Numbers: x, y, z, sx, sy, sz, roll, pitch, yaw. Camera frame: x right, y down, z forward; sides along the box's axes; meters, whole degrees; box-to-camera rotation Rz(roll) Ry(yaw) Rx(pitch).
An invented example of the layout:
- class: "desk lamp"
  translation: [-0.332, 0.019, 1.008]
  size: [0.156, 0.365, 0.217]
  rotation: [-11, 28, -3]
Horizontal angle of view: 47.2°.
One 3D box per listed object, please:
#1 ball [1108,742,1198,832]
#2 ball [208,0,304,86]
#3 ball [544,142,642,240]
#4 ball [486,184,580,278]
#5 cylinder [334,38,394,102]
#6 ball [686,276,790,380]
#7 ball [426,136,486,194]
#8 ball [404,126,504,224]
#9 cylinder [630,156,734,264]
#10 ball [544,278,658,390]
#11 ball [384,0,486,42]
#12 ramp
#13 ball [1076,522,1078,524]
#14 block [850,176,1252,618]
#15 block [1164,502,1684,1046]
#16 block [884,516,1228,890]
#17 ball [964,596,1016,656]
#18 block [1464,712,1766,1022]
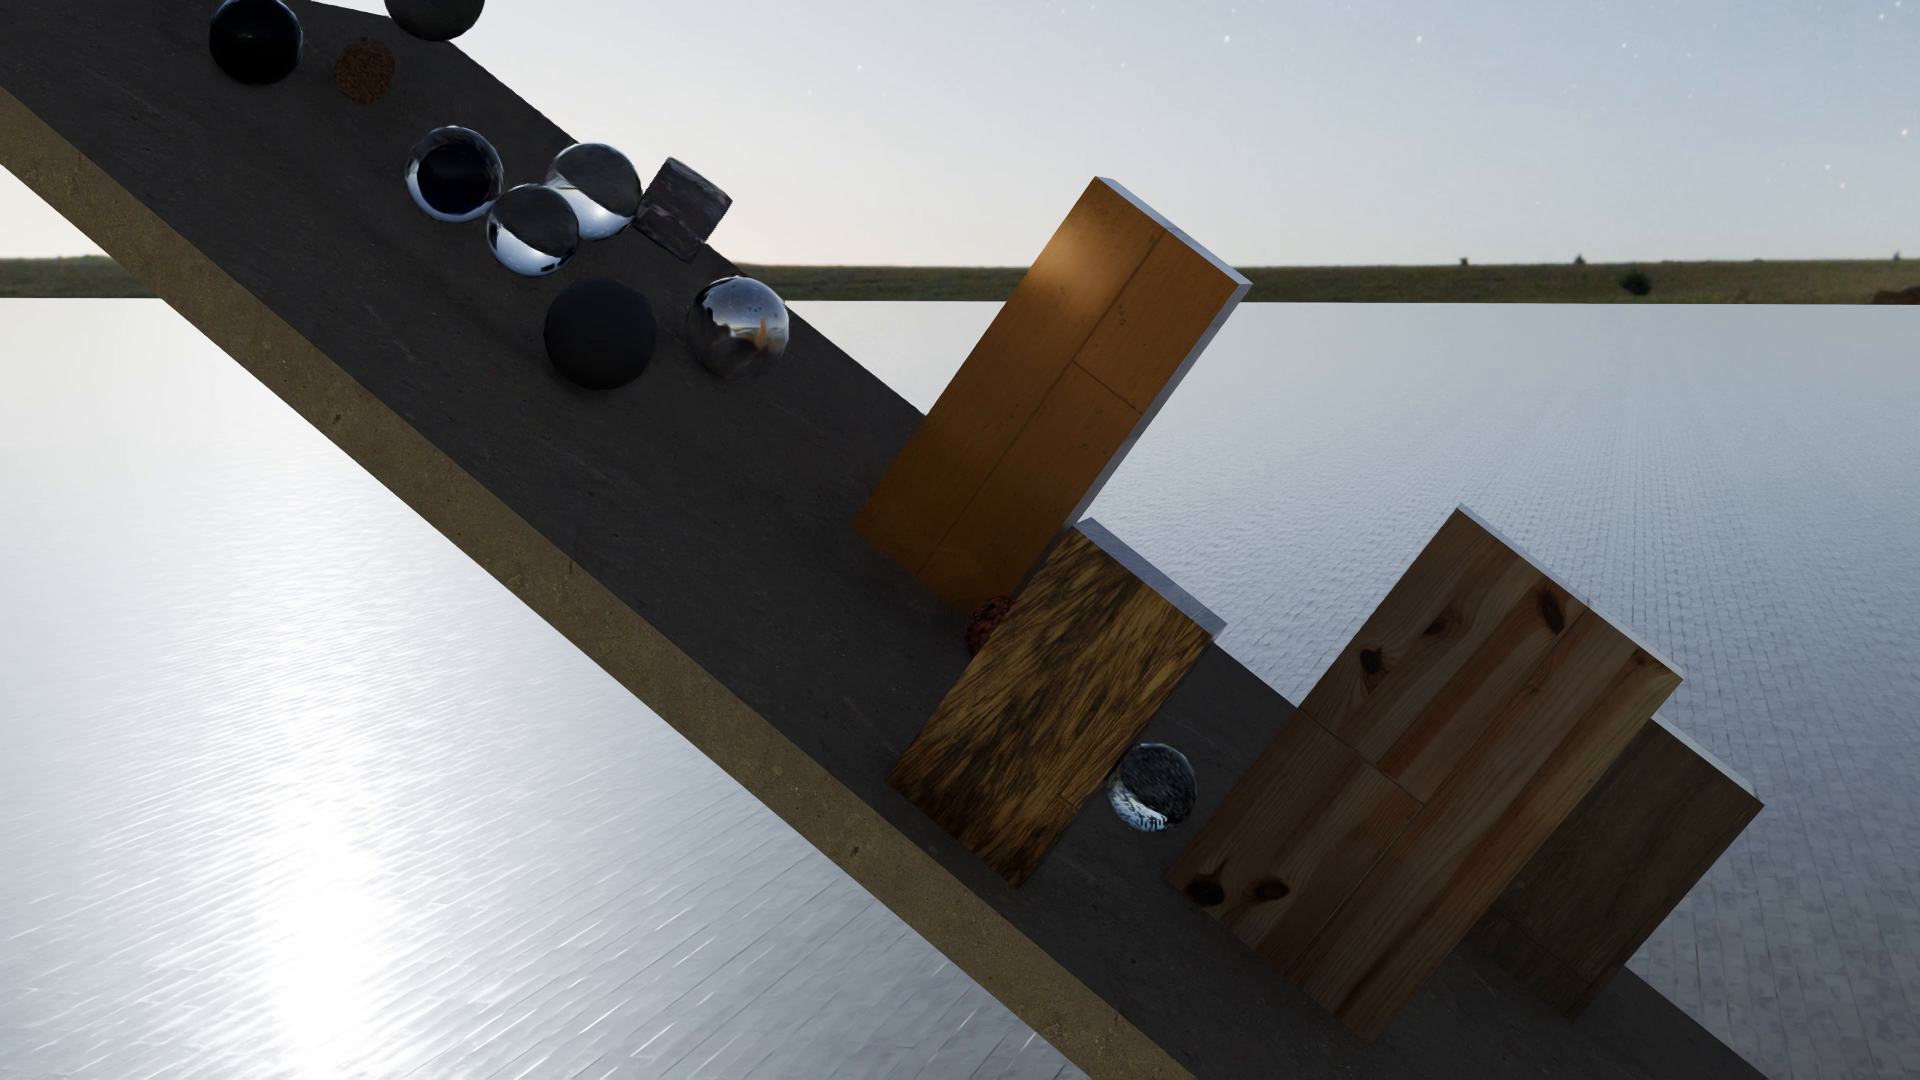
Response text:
- class: "ball"
  translation: [0.317, 0.407, 3.616]
  size: [0.147, 0.147, 0.147]
  rotation: [0, 7, 0]
- class: "ball"
  translation: [-1.296, -0.921, 4.050]
  size: [0.168, 0.168, 0.168]
  rotation: [0, 7, 0]
- class: "ball"
  translation: [-0.733, -0.695, 4.386]
  size: [0.195, 0.195, 0.195]
  rotation: [0, 7, 0]
- class: "ball"
  translation: [-0.795, -0.576, 4.093]
  size: [0.172, 0.172, 0.172]
  rotation: [0, 7, 0]
- class: "cylinder"
  translation: [-1.199, -0.947, 4.431]
  size: [0.108, 0.108, 0.108]
  rotation: [-1, 25, -8]
- class: "ball"
  translation: [-0.437, -0.416, 4.320]
  size: [0.204, 0.204, 0.204]
  rotation: [0, 7, 0]
- class: "ball"
  translation: [-0.976, -0.725, 4.257]
  size: [0.111, 0.111, 0.111]
  rotation: [0, 7, 0]
- class: "ball"
  translation: [-0.937, -0.676, 4.074]
  size: [0.178, 0.178, 0.178]
  rotation: [0, 7, 0]
- class: "cylinder"
  translation: [-0.572, -0.672, 4.486]
  size: [0.159, 0.159, 0.159]
  rotation: [34, 0, 0]
- class: "ball"
  translation: [-0.617, -0.354, 3.780]
  size: [0.194, 0.194, 0.194]
  rotation: [0, 7, 0]
- class: "ball"
  translation: [-1.088, -1.138, 4.547]
  size: [0.209, 0.209, 0.209]
  rotation: [0, 7, 0]
- class: "ramp"
  translation: [-0.068, 0.131, 4.071]
  size: [4.000, 0.100, 2.000]
  rotation: [39, 16, 10]
- class: "ball"
  translation: [0.131, -0.011, 4.328]
  size: [0.209, 0.209, 0.209]
  rotation: [0, 7, 0]
- class: "block"
  translation: [0.161, -0.244, 4.001]
  size: [0.319, 0.781, 0.145]
  rotation: [39, 16, 10]
- class: "block"
  translation: [0.710, 0.368, 3.427]
  size: [0.415, 0.754, 0.084]
  rotation: [39, 16, 10]
- class: "block"
  translation: [0.135, 0.232, 3.142]
  size: [0.247, 0.469, 0.113]
  rotation: [39, 16, 10]
- class: "ball"
  translation: [0.073, 0.163, 3.846]
  size: [0.130, 0.130, 0.130]
  rotation: [0, 7, 0]
- class: "block"
  translation: [1.166, 0.561, 4.197]
  size: [0.443, 0.554, 0.104]
  rotation: [39, 16, 10]
